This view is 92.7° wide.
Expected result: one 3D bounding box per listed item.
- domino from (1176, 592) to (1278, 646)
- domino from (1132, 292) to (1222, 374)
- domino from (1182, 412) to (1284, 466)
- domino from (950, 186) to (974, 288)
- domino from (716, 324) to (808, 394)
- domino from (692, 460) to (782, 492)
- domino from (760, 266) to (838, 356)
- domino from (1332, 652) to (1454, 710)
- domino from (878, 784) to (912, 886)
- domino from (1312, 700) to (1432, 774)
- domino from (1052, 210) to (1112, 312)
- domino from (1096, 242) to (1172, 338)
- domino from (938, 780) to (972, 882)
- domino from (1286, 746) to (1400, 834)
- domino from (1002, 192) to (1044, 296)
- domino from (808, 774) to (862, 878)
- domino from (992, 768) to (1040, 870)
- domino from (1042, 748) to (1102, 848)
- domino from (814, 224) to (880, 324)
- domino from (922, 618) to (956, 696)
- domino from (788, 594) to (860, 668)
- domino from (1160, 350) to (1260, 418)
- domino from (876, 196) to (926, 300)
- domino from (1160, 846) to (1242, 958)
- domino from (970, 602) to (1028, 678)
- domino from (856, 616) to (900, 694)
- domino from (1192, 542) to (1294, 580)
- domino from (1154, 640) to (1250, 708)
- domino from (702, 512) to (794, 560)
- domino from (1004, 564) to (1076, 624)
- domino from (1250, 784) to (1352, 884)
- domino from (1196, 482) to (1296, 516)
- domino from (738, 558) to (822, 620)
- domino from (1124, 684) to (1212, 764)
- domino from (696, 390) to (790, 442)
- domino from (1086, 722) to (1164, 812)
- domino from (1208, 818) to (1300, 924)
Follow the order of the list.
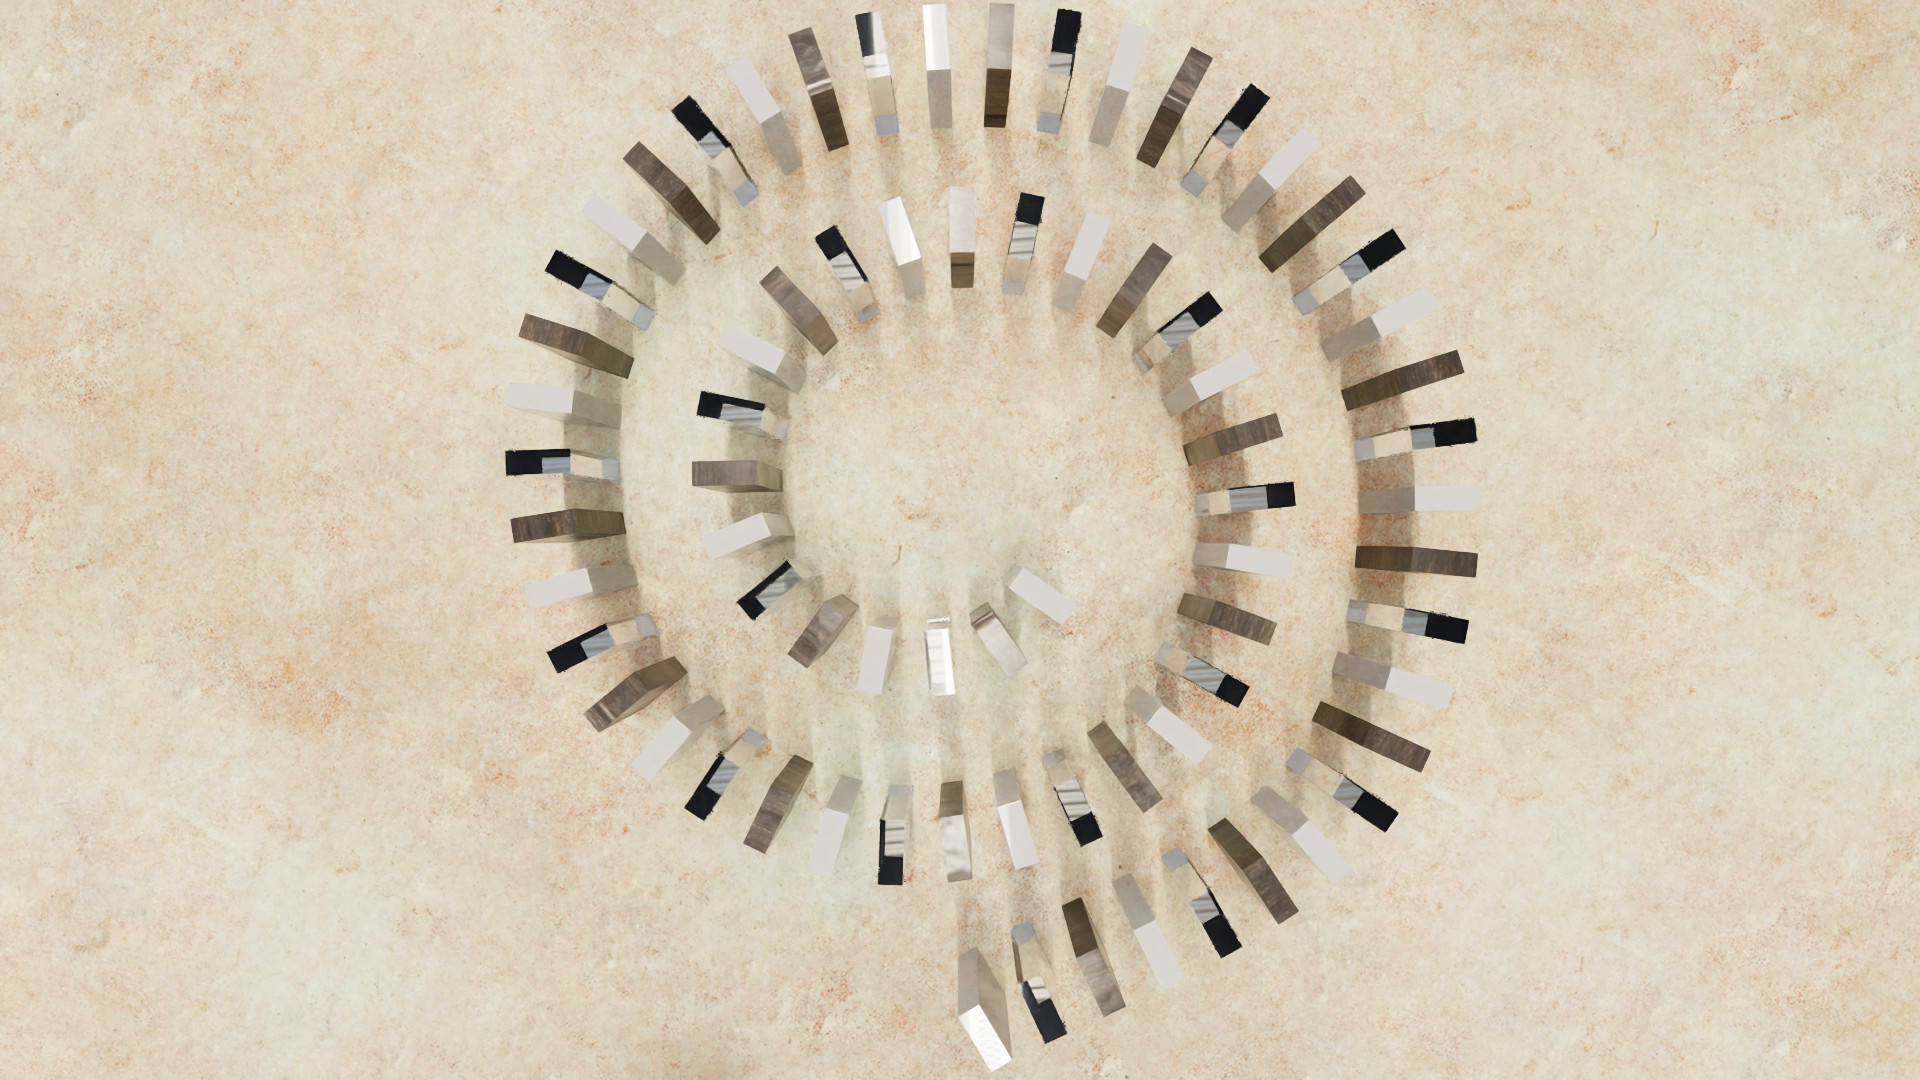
[{"bbox_3d":[0.108,0.032,0.375,0.025,0.050,0.010,20,90,0],"label":"domino"},{"bbox_3d":[0.088,-0.084,0.375,0.025,0.050,0.009,-38,90,0],"label":"domino"},{"bbox_3d":[0.110,-0.040,0.375,0.025,0.050,0.010,-18,90,0],"label":"domino"},{"bbox_3d":[0.001,-0.123,0.375,0.010,0.050,0.025,0,90,0],"label":"domino"},{"bbox_3d":[-0.080,-0.073,0.375,0.025,0.050,0.009,27,90,0],"label":"domino"},{"bbox_3d":[-0.090,-0.026,0.375,0.025,0.050,0.010,-1,90,0],"label":"domino"},{"bbox_3d":[-0.065,-0.093,0.375,0.010,0.050,0.025,-43,90,0],"label":"domino"},{"bbox_3d":[0.176,0.057,0.375,0.025,0.050,0.009,17,90,0],"label":"domino"},{"bbox_3d":[-0.026,0.119,0.375,0.009,0.050,0.025,2,90,0],"label":"domino"},{"bbox_3d":[0.167,0.080,0.375,0.025,0.050,0.010,24,90,0],"label":"domino"},{"bbox_3d":[0.049,-0.113,0.375,0.010,0.050,0.025,22,90,0],"label":"domino"},{"bbox_3d":[0.070,-0.101,0.375,0.010,0.050,0.025,35,90,0],"label":"domino"},{"bbox_3d":[-0.002,0.118,0.375,0.009,0.050,0.025,-8,90,0],"label":"domino"},{"bbox_3d":[0.155,0.101,0.375,0.025,0.050,0.009,34,90,0],"label":"domino"},{"bbox_3d":[0.025,-0.120,0.375,0.009,0.050,0.025,12,90,0],"label":"domino"},{"bbox_3d":[-0.050,0.116,0.375,0.009,0.050,0.025,16,90,0],"label":"domino"},{"bbox_3d":[0.022,0.113,0.375,0.009,0.050,0.025,-16,90,0],"label":"domino"},{"bbox_3d":[0.045,0.104,0.375,0.009,0.050,0.025,-25,90,0],"label":"domino"},{"bbox_3d":[-0.045,-0.107,0.375,0.010,0.050,0.025,-32,90,0],"label":"domino"},{"bbox_3d":[-0.008,0.047,0.375,0.009,0.050,0.025,-6,90,0],"label":"domino"},{"bbox_3d":[-0.055,0.036,0.375,0.009,0.050,0.025,36,90,0],"label":"domino"},{"bbox_3d":[0.101,-0.063,0.375,0.025,0.050,0.009,-27,90,0],"label":"domino"},{"bbox_3d":[-0.023,-0.118,0.375,0.010,0.050,0.025,-19,90,0],"label":"domino"},{"bbox_3d":[0.098,0.147,0.375,0.010,0.050,0.025,-29,90,0],"label":"domino"},{"bbox_3d":[0.015,0.040,0.375,0.009,0.050,0.025,-35,90,0],"label":"domino"},{"bbox_3d":[-0.033,0.046,0.375,0.010,0.050,0.025,11,90,0],"label":"domino"},{"bbox_3d":[0.115,0.008,0.375,0.025,0.050,0.009,10,90,0],"label":"domino"},{"bbox_3d":[0.098,0.054,0.375,0.025,0.050,0.010,29,90,0],"label":"domino"},{"bbox_3d":[-0.086,-0.002,0.375,0.025,0.050,0.010,-22,90,0],"label":"domino"},{"bbox_3d":[0.032,0.022,0.375,0.025,0.050,0.010,35,90,0],"label":"domino"},{"bbox_3d":[0.138,0.119,0.375,0.009,0.050,0.025,-41,90,0],"label":"domino"},{"bbox_3d":[0.116,-0.016,0.375,0.025,0.050,0.010,-6,90,0],"label":"domino"},{"bbox_3d":[-0.073,0.019,0.375,0.025,0.050,0.010,-39,90,0],"label":"domino"},{"bbox_3d":[0.084,0.074,0.375,0.025,0.050,0.010,39,90,0],"label":"domino"},{"bbox_3d":[-0.088,-0.050,0.375,0.025,0.050,0.009,12,90,0],"label":"domino"},{"bbox_3d":[0.066,0.092,0.375,0.009,0.050,0.025,-37,90,0],"label":"domino"},{"bbox_3d":[0.119,0.134,0.375,0.009,0.050,0.025,-34,90,0],"label":"domino"}]
